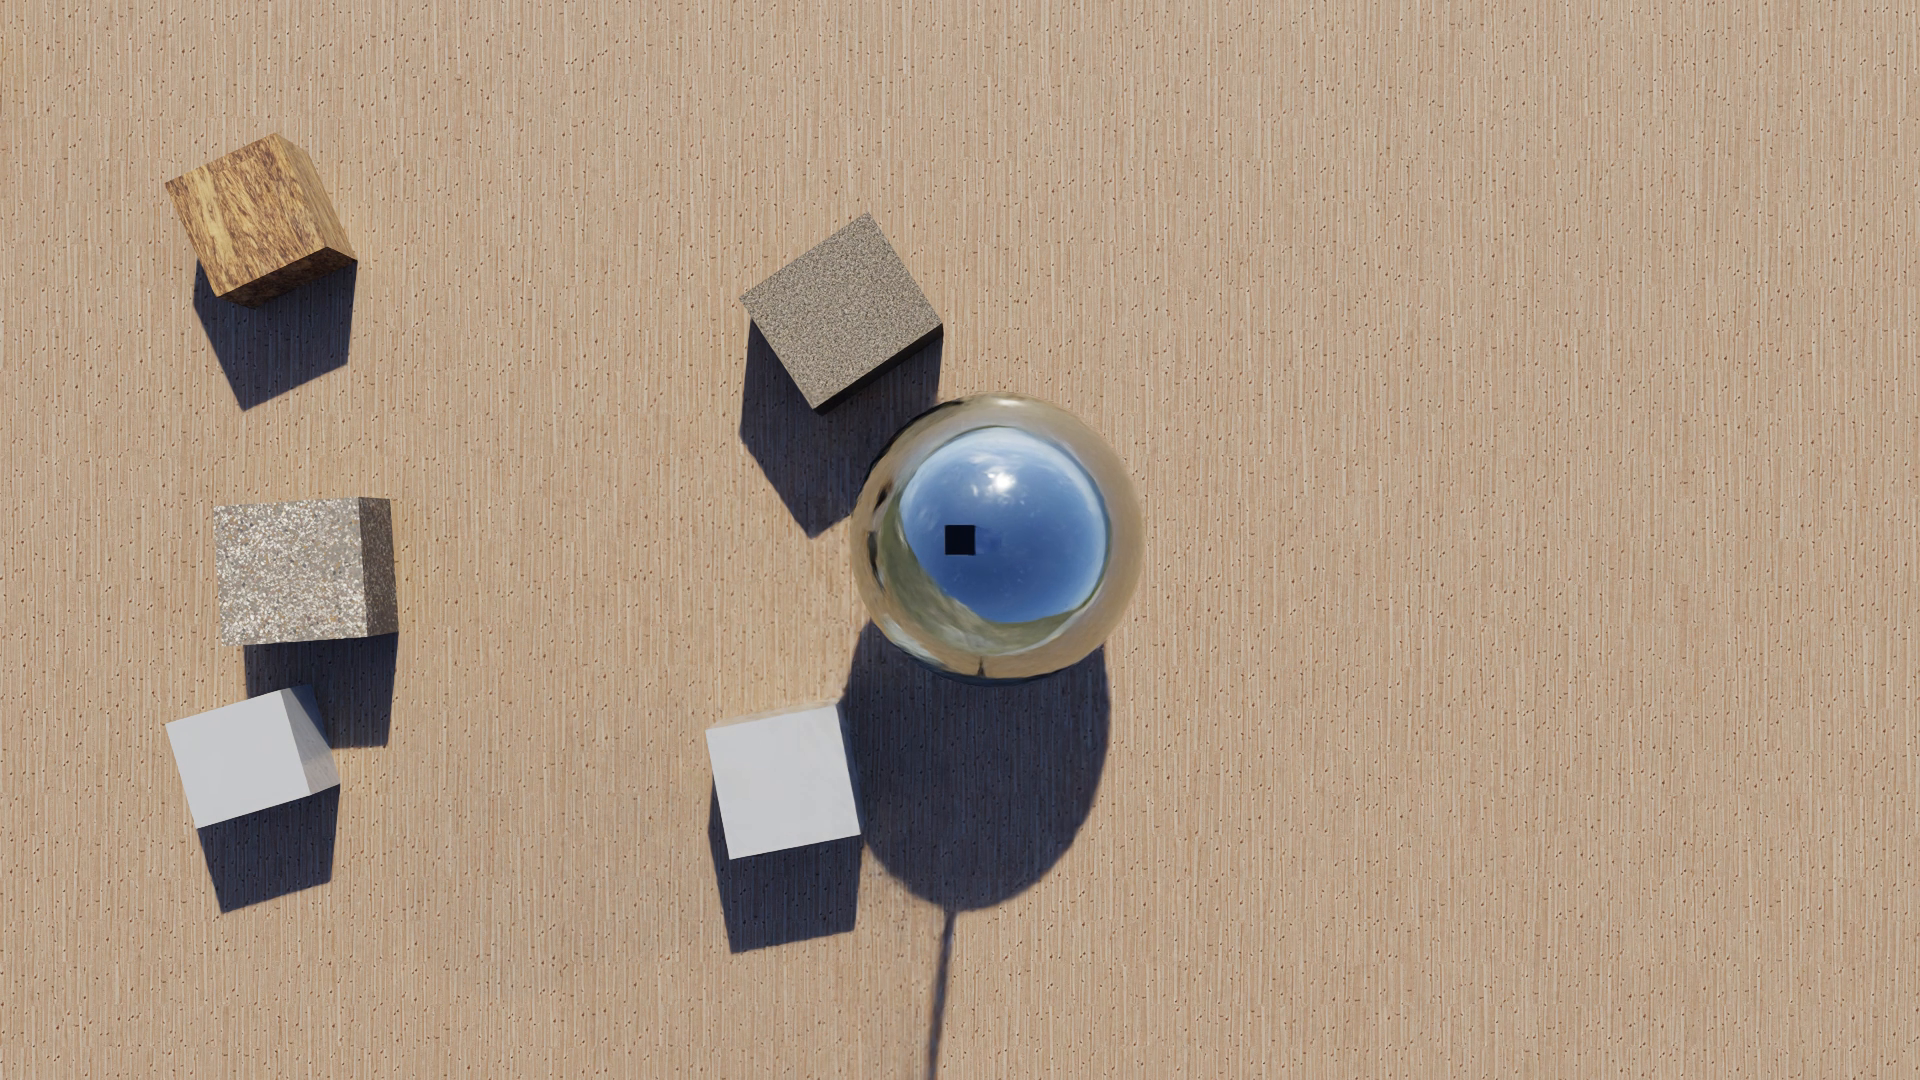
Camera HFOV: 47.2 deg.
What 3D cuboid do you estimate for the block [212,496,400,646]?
[{"bbox_3d":[-3.749,0.177,12.652,0.815,0.695,0.785,-4,90,0],"label":"block"}]

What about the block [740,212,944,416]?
[{"bbox_3d":[-0.665,-1.280,12.622,0.869,0.756,0.749,-34,90,0],"label":"block"}]

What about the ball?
[{"bbox_3d":[0.198,0.000,11.893,1.600,1.600,1.600,0,90,0],"label":"ball"}]

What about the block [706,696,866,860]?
[{"bbox_3d":[-0.993,1.357,12.660,0.746,0.680,0.737,-11,90,0],"label":"block"}]

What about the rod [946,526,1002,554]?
[{"bbox_3d":[0.086,0.000,8.494,0.080,5.200,0.080,0,90,2],"label":"rod"}]

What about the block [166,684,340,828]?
[{"bbox_3d":[-4.072,1.237,12.700,0.675,0.601,0.617,-16,90,0],"label":"block"}]

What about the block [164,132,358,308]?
[{"bbox_3d":[-4.019,-1.829,12.685,0.686,0.629,0.706,-25,90,0],"label":"block"}]
